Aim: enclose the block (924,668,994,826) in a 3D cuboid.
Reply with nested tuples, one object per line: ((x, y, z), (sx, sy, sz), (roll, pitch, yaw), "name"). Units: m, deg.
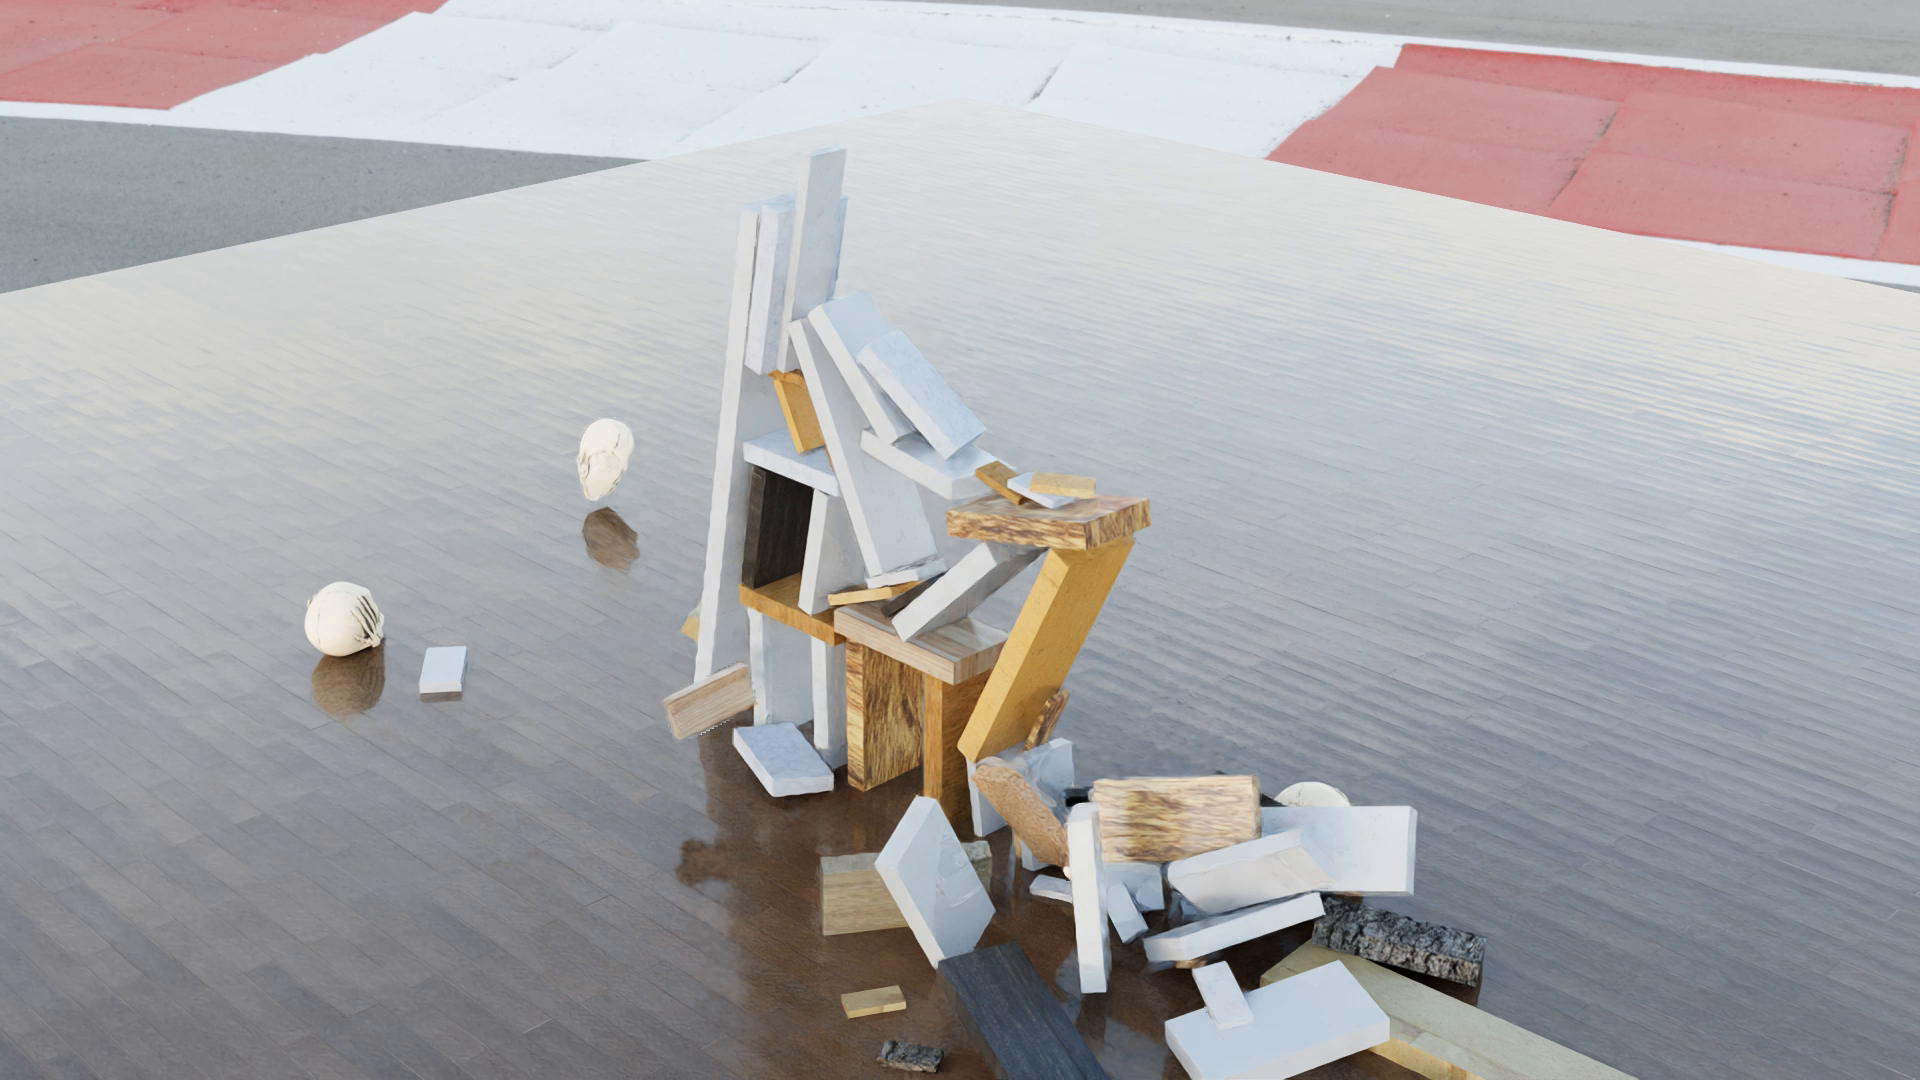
((0.007, 0.396, 4.390), (0.171, 0.341, 0.048), (-21, 32, -41), "block")

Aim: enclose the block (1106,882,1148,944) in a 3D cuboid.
((0.302, 0.684, 4.037), (0.052, 0.015, 0.104), (-37, 53, 13), "block")

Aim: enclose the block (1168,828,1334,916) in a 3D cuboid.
((0.520, 0.595, 3.925), (0.263, 0.131, 0.037), (-20, 41, 28), "block")

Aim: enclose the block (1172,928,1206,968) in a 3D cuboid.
((0.415, 0.741, 3.994), (0.053, 0.015, 0.105), (-1, 23, 2), "block")

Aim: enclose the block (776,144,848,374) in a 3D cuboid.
((-0.292, -0.546, 4.301), (0.090, 0.468, 0.026), (-22, 44, -40), "block")

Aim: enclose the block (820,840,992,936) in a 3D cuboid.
((-0.100, 0.641, 4.046), (0.310, 0.155, 0.044), (-4, 36, -10), "block")

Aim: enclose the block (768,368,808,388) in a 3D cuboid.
((-0.310, -0.334, 4.419), (0.076, 0.022, 0.153), (-21, 29, -40), "block")

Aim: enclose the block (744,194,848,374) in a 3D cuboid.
((-0.326, -0.512, 4.359), (0.176, 0.353, 0.050), (-21, 44, -40), "block")

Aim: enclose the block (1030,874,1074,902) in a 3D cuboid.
((0.187, 0.663, 4.180), (0.099, 0.014, 0.049), (9, 25, 21), "block")

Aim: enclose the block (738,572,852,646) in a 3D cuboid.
((-0.309, 0.135, 4.619), (0.301, 0.043, 0.150), (21, 31, 41), "block")

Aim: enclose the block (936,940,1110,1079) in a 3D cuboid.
((0.126, 0.844, 3.610), (0.150, 0.043, 0.471), (-10, 35, -23), "block")

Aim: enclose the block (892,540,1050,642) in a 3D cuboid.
((0.029, 0.076, 4.223), (0.176, 0.050, 0.352), (-21, -13, -41), "block")

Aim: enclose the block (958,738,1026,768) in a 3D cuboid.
((0.087, 0.415, 4.309), (0.171, 0.024, 0.085), (21, 31, 40), "block")

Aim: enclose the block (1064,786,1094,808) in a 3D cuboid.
((0.369, 0.482, 4.221), (0.334, 0.061, 0.017), (-5, 66, 2), "block")

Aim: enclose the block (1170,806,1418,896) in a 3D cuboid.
((0.612, 0.573, 4.057), (0.457, 0.155, 0.044), (-4, -22, 30), "block")

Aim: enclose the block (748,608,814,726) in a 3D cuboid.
((-0.379, 0.265, 4.750), (0.043, 0.301, 0.150), (21, 31, 41), "block")

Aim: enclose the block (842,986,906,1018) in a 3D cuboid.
((-0.151, 0.806, 3.842), (0.103, 0.015, 0.052), (-6, 24, -15), "block")

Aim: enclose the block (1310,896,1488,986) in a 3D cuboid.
((0.789, 0.718, 3.946), (0.292, 0.041, 0.146), (12, 13, 16), "block")

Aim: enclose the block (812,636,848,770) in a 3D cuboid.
((-0.237, 0.321, 4.620), (0.150, 0.301, 0.043), (-21, 31, -41), "block")

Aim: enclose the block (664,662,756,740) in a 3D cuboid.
((-0.510, 0.330, 4.497), (0.181, 0.090, 0.026), (-25, 26, -24), "block")

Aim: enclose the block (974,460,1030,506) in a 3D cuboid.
((0.088, -0.106, 4.076), (0.058, 0.016, 0.115), (-22, 46, -40), "block")

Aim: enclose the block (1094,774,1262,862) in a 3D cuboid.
((0.399, 0.510, 4.030), (0.301, 0.150, 0.043), (-4, -2, 22), "block")

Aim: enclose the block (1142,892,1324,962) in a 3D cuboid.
((0.490, 0.693, 3.939), (0.292, 0.041, 0.146), (-13, -6, -24), "block")

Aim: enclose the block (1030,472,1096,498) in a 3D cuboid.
((0.188, -0.100, 4.011), (0.115, 0.016, 0.058), (6, 27, 5), "block")

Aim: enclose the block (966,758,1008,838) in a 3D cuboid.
((0.059, 0.495, 4.373), (0.086, 0.171, 0.024), (-21, 23, -40), "block")

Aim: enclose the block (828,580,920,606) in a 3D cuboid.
((-0.175, 0.103, 4.465), (0.078, 0.022, 0.203), (-21, 8, -41), "block")

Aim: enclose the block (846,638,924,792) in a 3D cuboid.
((-0.154, 0.333, 4.538), (0.048, 0.341, 0.171), (22, 32, 40), "block")

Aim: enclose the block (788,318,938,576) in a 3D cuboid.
((-0.192, -0.199, 4.356), (0.149, 0.522, 0.042), (-21, 5, -40), "block")

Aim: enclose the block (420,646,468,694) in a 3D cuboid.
((-1.181, 0.296, 5.031), (0.090, 0.026, 0.181), (-3, 23, -7), "block")

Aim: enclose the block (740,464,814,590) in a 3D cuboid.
((-0.379, -0.045, 4.619), (0.144, 0.287, 0.041), (-21, 43, -41), "block")

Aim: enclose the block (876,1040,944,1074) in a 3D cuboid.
((-0.083, 0.869, 3.694), (0.104, 0.015, 0.052), (6, 24, 14), "block")

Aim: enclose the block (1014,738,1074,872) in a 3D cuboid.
((0.168, 0.511, 4.253), (0.117, 0.234, 0.033), (-17, 21, -35), "block")

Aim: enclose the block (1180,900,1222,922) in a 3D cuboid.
((0.467, 0.691, 4.113), (0.105, 0.015, 0.053), (-2, 23, -4), "block")

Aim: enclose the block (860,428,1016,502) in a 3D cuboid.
((-0.045, -0.158, 4.248), (0.149, 0.042, 0.299), (-12, 28, -35), "block")

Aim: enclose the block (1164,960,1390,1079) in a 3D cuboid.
((0.531, 0.823, 3.687), (0.333, 0.047, 0.167), (-16, 31, -15), "block")

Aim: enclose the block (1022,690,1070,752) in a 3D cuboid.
((0.160, 0.357, 4.208), (0.050, 0.171, 0.014), (-21, 56, -39), "block")

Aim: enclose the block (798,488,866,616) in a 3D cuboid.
((-0.247, 0.006, 4.498), (0.144, 0.287, 0.041), (-21, 44, -41), "block")

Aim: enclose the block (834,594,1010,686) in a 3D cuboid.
((-0.072, 0.187, 4.384), (0.171, 0.048, 0.341), (-21, 31, -41), "block")

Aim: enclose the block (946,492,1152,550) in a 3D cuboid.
((0.159, -0.041, 4.025), (0.176, 0.050, 0.352), (-20, 18, -41), "block")

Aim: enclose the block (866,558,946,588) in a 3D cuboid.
((-0.107, 0.067, 4.383), (0.078, 0.022, 0.157), (-21, 6, -41), "block")

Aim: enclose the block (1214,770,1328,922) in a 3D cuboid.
((0.582, 0.580, 4.186), (0.047, 0.167, 0.333), (29, -2, -44), "block")

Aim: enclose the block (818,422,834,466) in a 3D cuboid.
((-0.243, -0.231, 4.389), (0.076, 0.153, 0.022), (-22, 10, -41), "block")

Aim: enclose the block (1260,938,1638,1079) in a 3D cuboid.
((0.981, 0.899, 3.581), (1.072, 0.047, 0.167), (19, 30, 38), "block")

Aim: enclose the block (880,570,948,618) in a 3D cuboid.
((-0.083, 0.105, 4.368), (0.078, 0.022, 0.157), (-25, -5, -45), "block")

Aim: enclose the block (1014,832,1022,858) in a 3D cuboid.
((0.139, 0.527, 4.299), (0.024, 0.171, 0.086), (11, 24, 44), "block")

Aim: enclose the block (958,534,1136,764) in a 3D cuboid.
((0.156, 0.200, 4.129), (0.176, 0.546, 0.050), (-21, 57, -40), "block")

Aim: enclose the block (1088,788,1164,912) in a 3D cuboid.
((0.311, 0.581, 4.130), (0.117, 0.234, 0.033), (-3, -15, -7), "block")

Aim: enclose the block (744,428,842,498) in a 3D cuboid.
((-0.293, -0.163, 4.474), (0.144, 0.041, 0.287), (-21, 31, -40), "block")

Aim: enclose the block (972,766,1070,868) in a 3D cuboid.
((0.129, 0.521, 4.140), (0.033, 0.234, 0.117), (-48, 22, -25), "block")

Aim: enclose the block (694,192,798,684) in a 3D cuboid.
((-0.430, -0.157, 4.616), (0.176, 1.198, 0.050), (-21, 43, -40), "block")

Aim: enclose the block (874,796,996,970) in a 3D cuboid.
((-0.040, 0.612, 3.872), (0.044, 0.310, 0.155), (6, 47, 34), "block")

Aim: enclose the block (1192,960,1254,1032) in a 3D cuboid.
((0.443, 0.769, 3.713), (0.061, 0.017, 0.122), (-13, 40, -11), "block")

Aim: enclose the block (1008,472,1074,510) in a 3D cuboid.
((0.148, -0.090, 4.023), (0.058, 0.016, 0.115), (-20, 35, -39), "block")

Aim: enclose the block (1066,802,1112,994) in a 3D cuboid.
((0.228, 0.625, 3.858), (0.043, 0.301, 0.150), (-4, 5, 8), "block")

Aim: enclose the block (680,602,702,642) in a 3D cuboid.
((-0.514, 0.170, 5.197), (0.176, 0.050, 0.353), (31, 27, 1), "block")

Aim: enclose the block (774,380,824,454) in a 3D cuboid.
((-0.318, -0.260, 4.462), (0.077, 0.153, 0.022), (-21, 4, -40), "block")

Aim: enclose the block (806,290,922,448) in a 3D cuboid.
((-0.164, -0.335, 4.272), (0.042, 0.299, 0.149), (-34, -6, 38), "block")

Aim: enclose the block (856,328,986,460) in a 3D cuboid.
((-0.074, -0.282, 4.230), (0.263, 0.037, 0.131), (49, 33, 2), "block")

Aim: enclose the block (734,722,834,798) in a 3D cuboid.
((-0.372, 0.458, 4.607), (0.131, 0.037, 0.263), (-4, 21, -23), "block")
